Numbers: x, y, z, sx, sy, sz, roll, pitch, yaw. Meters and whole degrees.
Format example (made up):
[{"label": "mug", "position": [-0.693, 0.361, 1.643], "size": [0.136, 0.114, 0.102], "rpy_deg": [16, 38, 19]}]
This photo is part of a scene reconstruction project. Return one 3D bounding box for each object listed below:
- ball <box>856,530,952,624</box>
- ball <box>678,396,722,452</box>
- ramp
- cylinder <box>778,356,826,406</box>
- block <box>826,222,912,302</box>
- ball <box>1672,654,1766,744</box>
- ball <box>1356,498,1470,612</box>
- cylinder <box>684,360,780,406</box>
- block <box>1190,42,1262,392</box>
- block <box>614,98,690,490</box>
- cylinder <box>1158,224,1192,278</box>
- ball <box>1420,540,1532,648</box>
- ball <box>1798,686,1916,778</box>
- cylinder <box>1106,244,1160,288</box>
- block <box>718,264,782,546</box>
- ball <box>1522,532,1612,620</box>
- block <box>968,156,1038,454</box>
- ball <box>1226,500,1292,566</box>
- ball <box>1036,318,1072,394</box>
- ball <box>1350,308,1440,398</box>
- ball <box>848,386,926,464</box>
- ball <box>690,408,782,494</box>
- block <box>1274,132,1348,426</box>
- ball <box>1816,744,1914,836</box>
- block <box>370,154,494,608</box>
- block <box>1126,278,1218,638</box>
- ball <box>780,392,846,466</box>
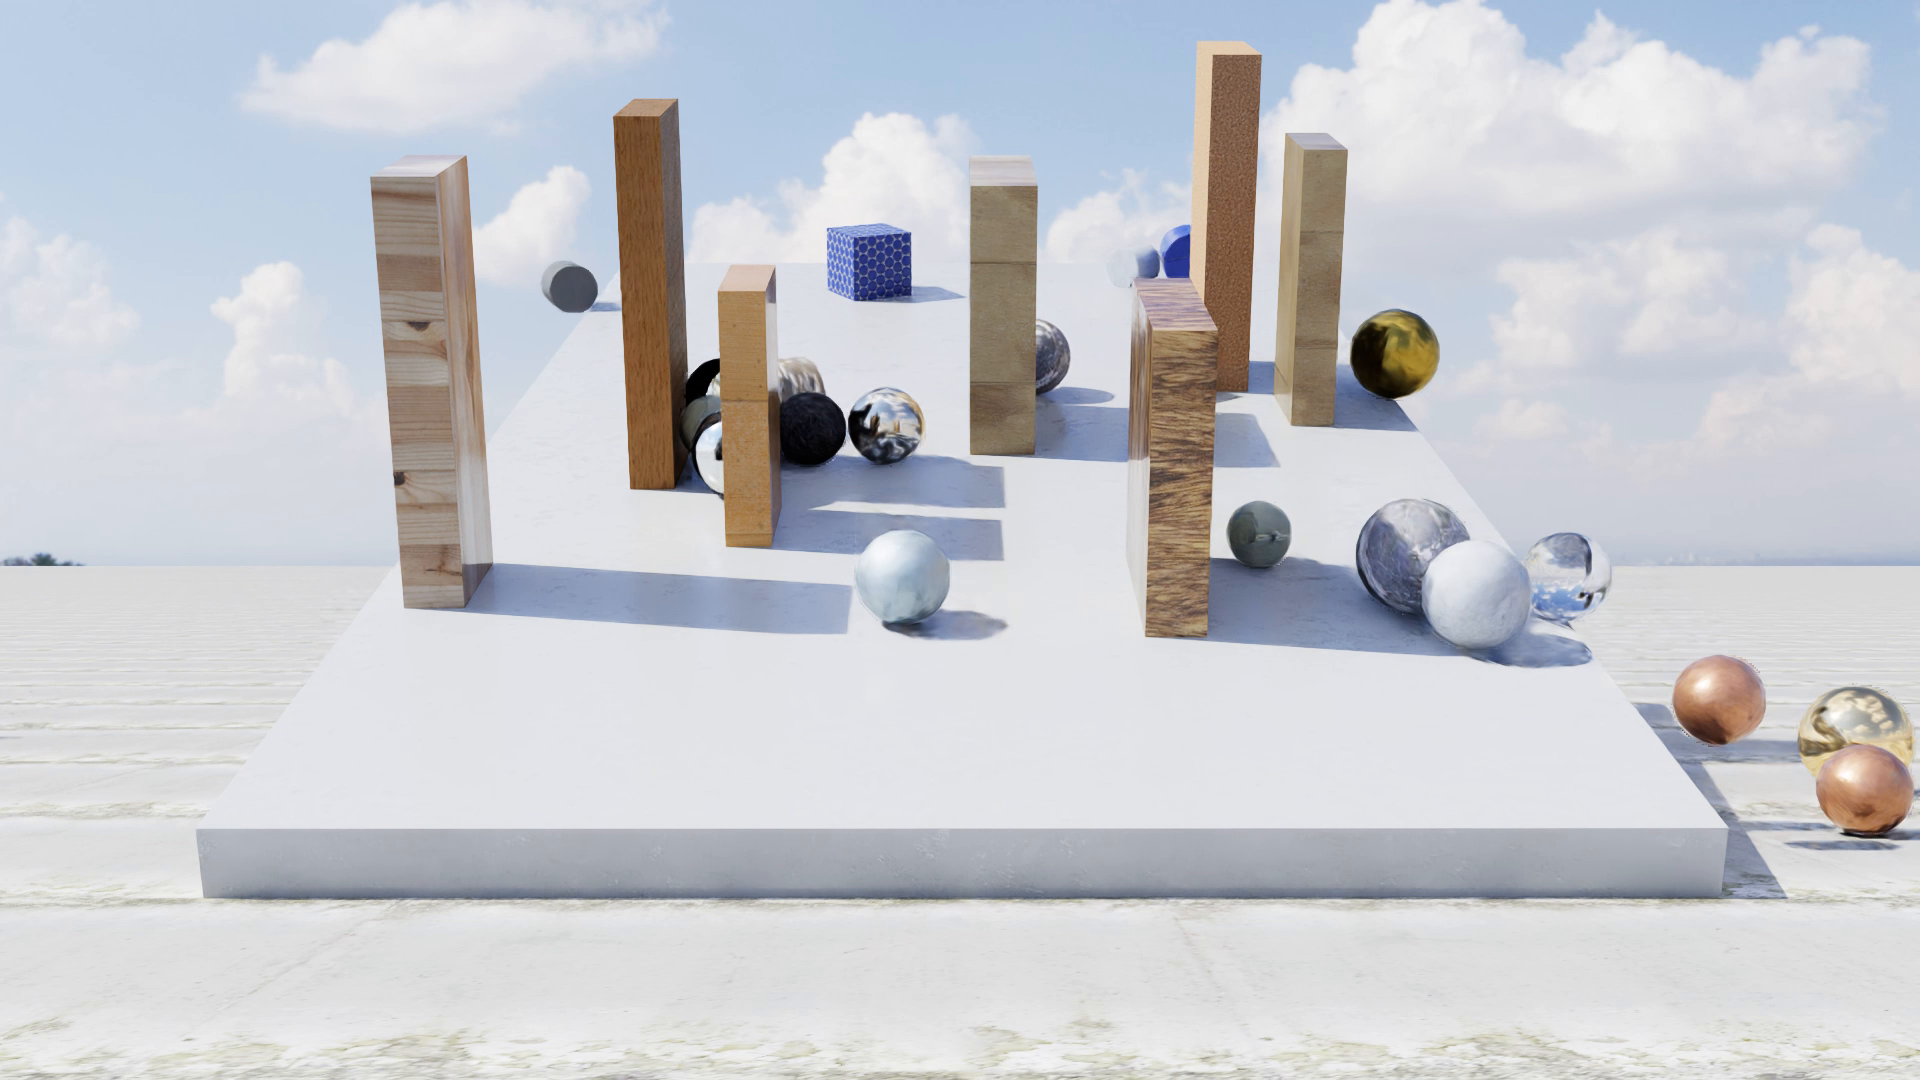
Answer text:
[{"label": "ball", "position": [-0.092, 0.061, 3.645], "size": [0.155, 0.155, 0.155], "rpy_deg": [0, -1, 0]}, {"label": "ball", "position": [-0.500, -0.226, 4.474], "size": [0.129, 0.129, 0.129], "rpy_deg": [0, -1, 0]}, {"label": "ramp", "position": [-0.003, -0.182, 4.831], "size": [2.000, 0.100, 4.000], "rpy_deg": [0, 18, 0]}, {"label": "cylinder", "position": [-0.398, -0.305, 4.786], "size": [0.162, 0.162, 0.162], "rpy_deg": [-11, 6, -32]}, {"label": "block", "position": [-0.255, -0.781, 6.259], "size": [0.178, 0.178, 0.178], "rpy_deg": [-9, 20, -26]}, {"label": "ball", "position": [1.172, 0.247, 3.445], "size": [0.138, 0.138, 0.138], "rpy_deg": [0, -1, 0]}, {"label": "ball", "position": [0.753, 0.025, 3.702], "size": [0.191, 0.191, 0.191], "rpy_deg": [0, -1, 0]}, {"label": "cylinder", "position": [-0.469, -0.293, 4.613], "size": [0.147, 0.147, 0.147], "rpy_deg": [0, -3, 22]}, {"label": "block", "position": [0.614, -0.761, 5.223], "size": [0.109, 0.768, 0.328], "rpy_deg": [0, 18, 0]}, {"label": "block", "position": [-0.608, -0.492, 4.436], "size": [0.088, 0.729, 0.294], "rpy_deg": [0, 18, 0]}, {"label": "cylinder", "position": [0.655, -0.805, 6.363], "size": [0.163, 0.163, 0.163], "rpy_deg": [0, 18, 0]}, {"label": "ball", "position": [0.819, 0.086, 3.540], "size": [0.173, 0.173, 0.173], "rpy_deg": [0, -1, 0]}, {"label": "ball", "position": [1.696, 0.379, 4.226], "size": [0.207, 0.207, 0.207], "rpy_deg": [0, -1, 0]}, {"label": "cylinder", "position": [0.497, -0.787, 6.391], "size": [0.111, 0.111, 0.111], "rpy_deg": [0, 13, 41]}, {"label": "block", "position": [-0.384, -0.249, 4.100], "size": [0.084, 0.471, 0.248], "rpy_deg": [0, 18, 0]}, {"label": "ball", "position": [0.997, 0.059, 3.672], "size": [0.147, 0.147, 0.147], "rpy_deg": [0, -1, 0]}, {"label": "block", "position": [0.088, -0.512, 4.780], "size": [0.135, 0.560, 0.441], "rpy_deg": [0, 18, 0]}, {"label": "ball", "position": [0.528, -0.011, 3.938], "size": [0.117, 0.117, 0.117], "rpy_deg": [0, -1, 0]}, {"label": "ball", "position": [0.168, -0.422, 5.132], "size": [0.176, 0.176, 0.176], "rpy_deg": [0, -1, 0]}, {"label": "ball", "position": [0.993, -0.425, 5.099], "size": [0.205, 0.205, 0.205], "rpy_deg": [0, -1, 0]}, {"label": "ball", "position": [-0.151, -0.234, 4.569], "size": [0.159, 0.159, 0.159], "rpy_deg": [0, -1, 0]}, {"label": "ball", "position": [-0.435, -0.173, 4.346], "size": [0.176, 0.176, 0.176], "rpy_deg": [0, -1, 0]}, {"label": "block", "position": [0.770, -0.578, 4.924], "size": [0.093, 0.601, 0.277], "rpy_deg": [0, 18, 0]}, {"label": "ball", "position": [1.463, 0.404, 3.607], "size": [0.148, 0.148, 0.148], "rpy_deg": [0, -1, 0]}, {"label": "block", "position": [-0.879, -0.266, 3.739], "size": [0.102, 0.720, 0.246], "rpy_deg": [0, 18, 0]}, {"label": "block", "position": [0.348, -0.148, 3.729], "size": [0.100, 0.504, 0.427], "rpy_deg": [0, 18, 0]}, {"label": "ball", "position": [-0.307, -0.228, 4.566], "size": [0.150, 0.150, 0.150], "rpy_deg": [0, -1, 0]}]
